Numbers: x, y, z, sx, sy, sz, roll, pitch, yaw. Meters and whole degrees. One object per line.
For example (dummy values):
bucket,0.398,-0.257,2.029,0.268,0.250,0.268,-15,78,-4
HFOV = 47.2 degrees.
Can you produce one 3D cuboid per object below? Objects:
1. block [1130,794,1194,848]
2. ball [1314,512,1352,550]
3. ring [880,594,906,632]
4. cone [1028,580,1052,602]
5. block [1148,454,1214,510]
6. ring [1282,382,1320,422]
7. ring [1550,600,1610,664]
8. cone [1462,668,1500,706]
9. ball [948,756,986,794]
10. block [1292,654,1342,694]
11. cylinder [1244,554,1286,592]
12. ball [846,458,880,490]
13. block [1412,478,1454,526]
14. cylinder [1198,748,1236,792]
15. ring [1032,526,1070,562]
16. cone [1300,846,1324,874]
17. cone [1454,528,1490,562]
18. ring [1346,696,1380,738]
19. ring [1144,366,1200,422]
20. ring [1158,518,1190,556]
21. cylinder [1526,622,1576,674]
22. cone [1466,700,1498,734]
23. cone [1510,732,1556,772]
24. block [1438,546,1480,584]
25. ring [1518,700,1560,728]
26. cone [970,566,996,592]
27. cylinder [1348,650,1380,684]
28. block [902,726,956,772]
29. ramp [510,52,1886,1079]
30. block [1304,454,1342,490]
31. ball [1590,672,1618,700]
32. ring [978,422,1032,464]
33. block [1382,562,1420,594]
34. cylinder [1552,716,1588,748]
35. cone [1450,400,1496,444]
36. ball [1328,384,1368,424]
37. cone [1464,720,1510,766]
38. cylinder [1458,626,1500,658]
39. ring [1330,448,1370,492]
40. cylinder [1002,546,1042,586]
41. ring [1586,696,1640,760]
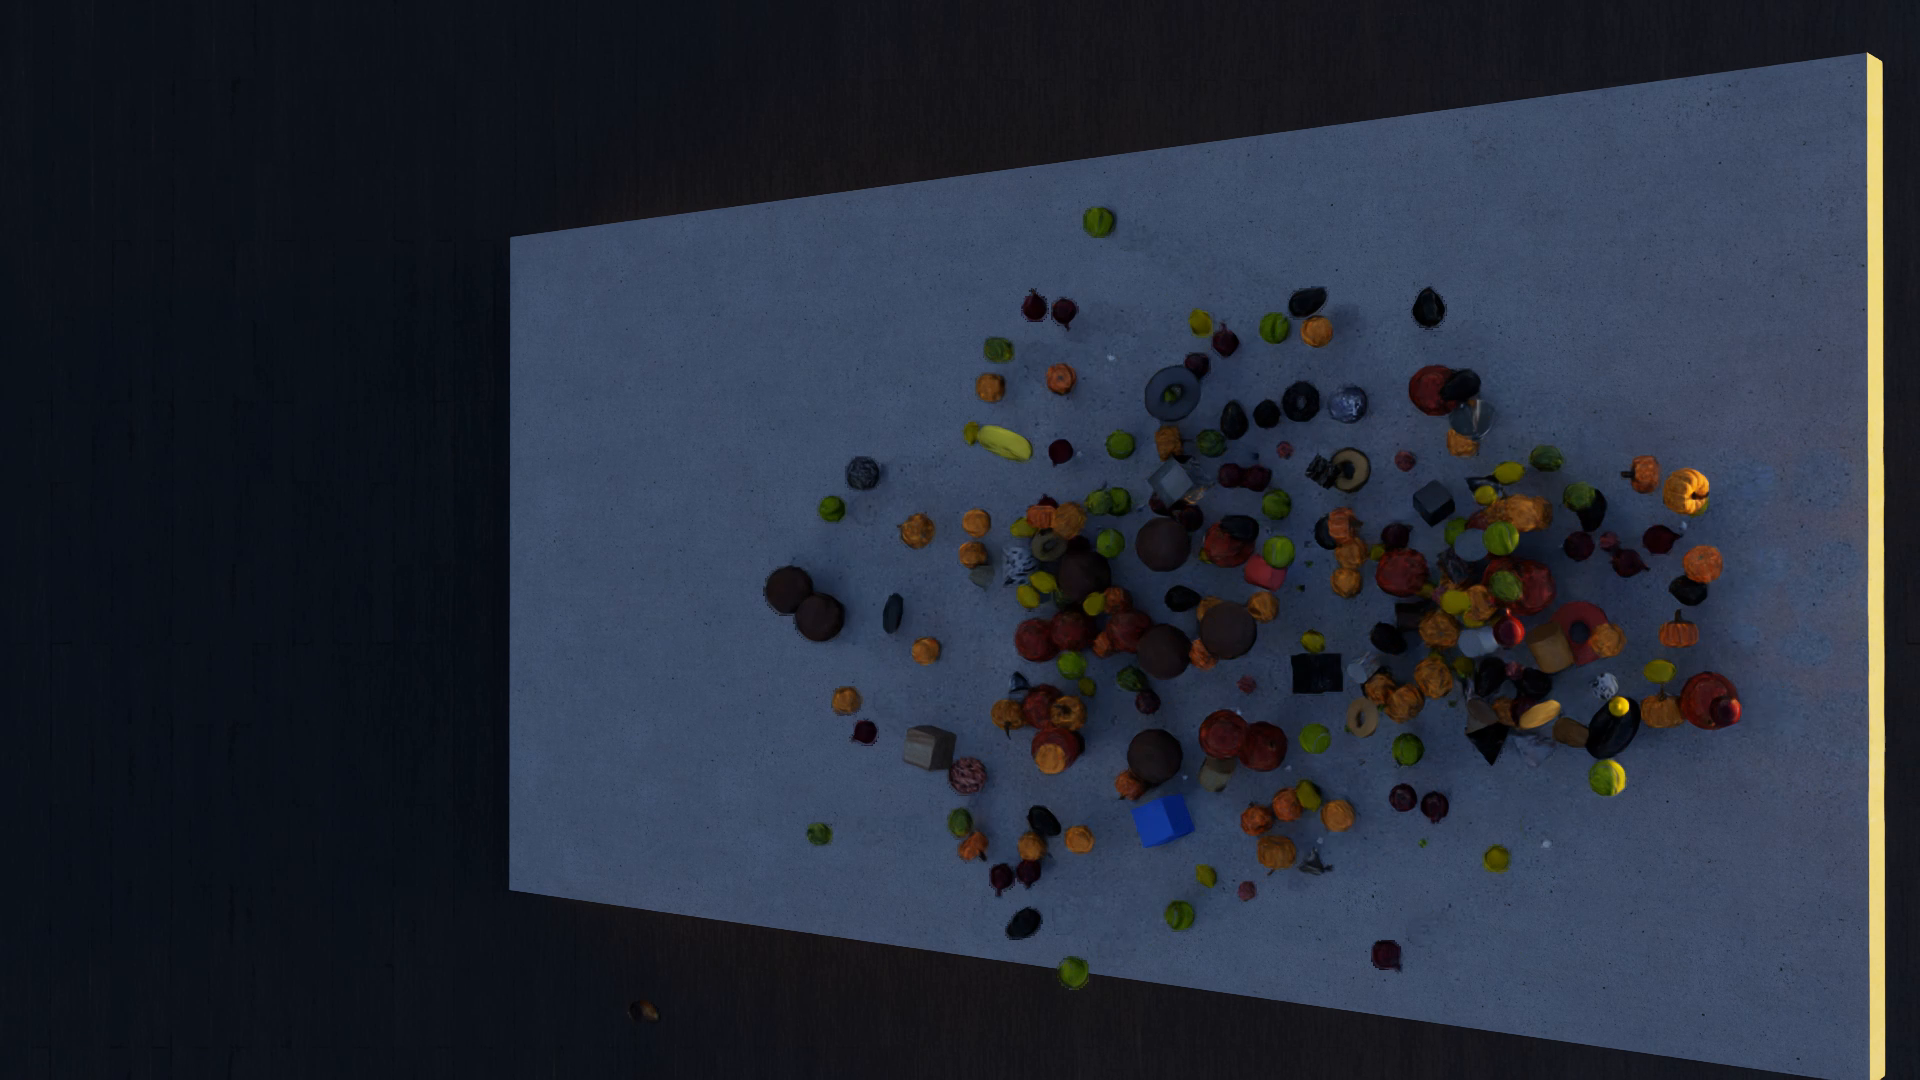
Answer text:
block,0.481,0.665,5.206,0.092,0.092,0.092,-30,72,34
ball,0.834,-0.019,4.921,0.084,0.084,0.084,0,90,0
ring,-0.176,0.192,5.737,0.035,0.104,0.104,20,90,-23
cone,0.211,0.117,5.434,0.061,0.061,0.061,10,113,24
block,0.520,-0.135,5.180,0.092,0.092,0.092,-47,63,28
ring,0.778,-0.314,5.017,0.092,0.031,0.092,-1,88,39
ring,1.295,0.194,4.597,0.135,0.045,0.135,0,89,37
cone,1.100,0.322,4.722,0.088,0.088,0.088,0,90,38
ball,0.020,0.597,5.569,0.095,0.095,0.095,0,90,0
block,0.794,0.296,4.891,0.085,0.085,0.085,-2,87,-11
cylinder,0.694,0.075,5.004,0.069,0.069,0.069,20,90,37
ball,-0.256,-0.174,5.796,0.088,0.088,0.088,0,90,0
block,1.029,-0.081,4.776,0.062,0.062,0.062,-35,59,-5
cylinder,0.596,0.535,5.099,0.072,0.072,0.072,8,46,-9
ring,0.223,0.010,5.414,0.099,0.033,0.099,-9,123,-13
cone,0.803,0.723,4.993,0.057,0.057,0.057,11,64,0
cone,1.033,-0.004,4.463,0.074,0.074,0.074,1,113,2
ring,0.868,0.382,4.739,0.030,0.089,0.089,10,90,-36
ring,0.494,-0.340,5.114,0.139,0.046,0.139,-8,119,-15
ring,0.510,-0.007,5.228,0.087,0.029,0.087,0,90,37
cylinder,1.222,0.223,4.550,0.077,0.077,0.077,-27,109,0
cone,1.080,0.386,4.618,0.072,0.072,0.072,27,125,0
cone,1.186,0.427,4.601,0.084,0.084,0.084,35,90,5
block,1.065,0.049,4.697,0.058,0.058,0.058,-28,103,3
ring,1.147,0.345,4.347,0.088,0.088,0.029,-24,70,0
cone,0.062,0.109,5.531,0.065,0.065,0.065,-7,47,8
cylinder,0.883,0.277,4.805,0.052,0.052,0.052,-38,90,-32
block,-0.078,0.534,5.649,0.090,0.090,0.090,15,99,37
ramp,0.221,0.063,5.537,4.000,0.100,2.000,0,90,38
block,0.812,-0.152,4.922,0.053,0.053,0.053,36,96,25
ball,1.280,0.290,4.367,0.054,0.054,0.054,0,90,0
ring,0.104,-0.226,5.122,0.137,0.137,0.046,30,71,0
block,0.973,0.084,4.845,0.051,0.051,0.051,-29,67,34
cylinder,1.242,0.392,4.473,0.052,0.052,0.052,24,90,-37
cone,1.101,-0.233,4.688,0.095,0.095,0.095,-11,53,15
ball,0.865,-0.304,4.911,0.089,0.089,0.089,0,90,0
cone,1.136,0.446,4.716,0.094,0.094,0.094,-13,112,0
cylinder,1.032,0.201,4.373,0.057,0.057,0.057,-9,90,-40
ring,0.874,-0.157,4.938,0.101,0.034,0.101,-1,89,40
cylinder,0.153,0.065,5.466,0.094,0.094,0.094,-2,89,0
ring,1.340,0.386,4.514,0.048,0.143,0.143,32,90,-9
